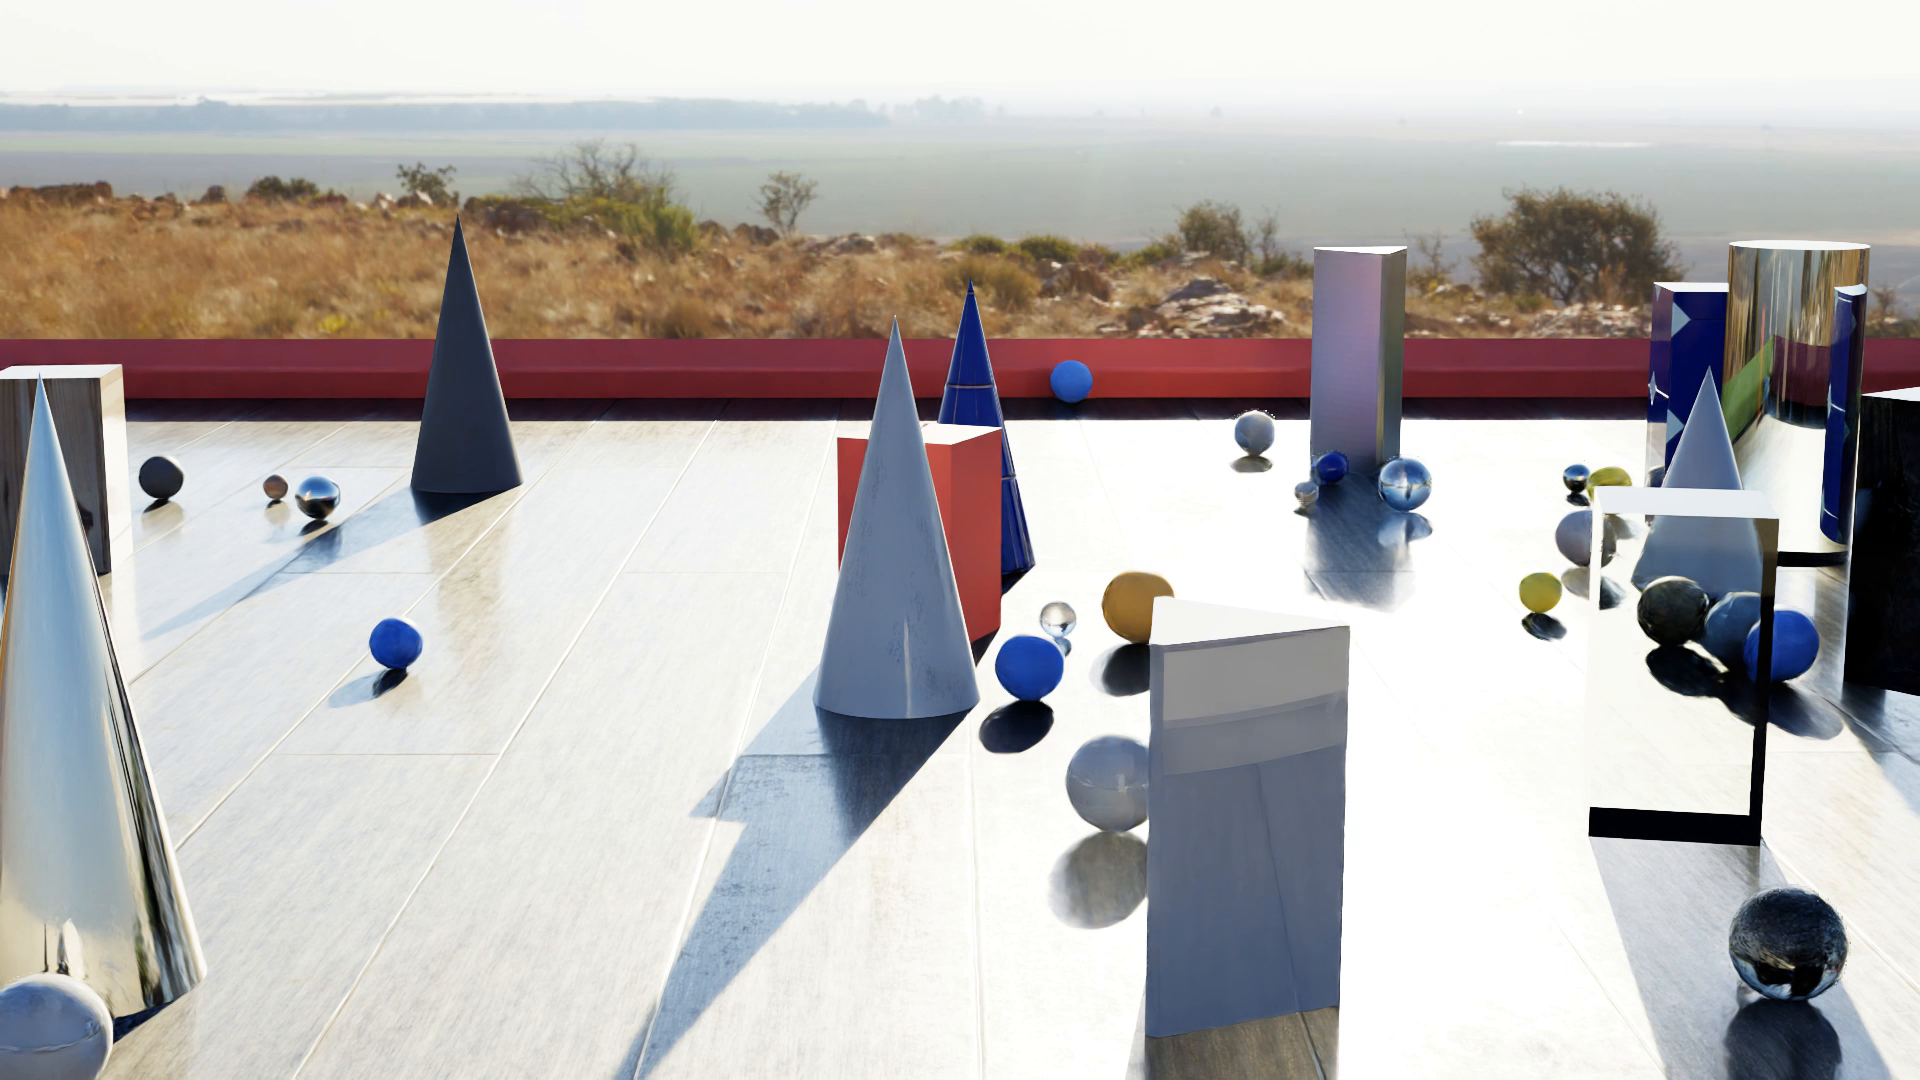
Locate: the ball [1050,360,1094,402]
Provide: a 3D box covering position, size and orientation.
[{"bbox_3d":[0.244,-0.347,5.604,0.093,0.093,0.093,0,10,0],"label":"ball"}]

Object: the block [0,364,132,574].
[{"bbox_3d":[-1.323,-0.106,3.778,0.159,0.285,0.159,-1,11,-7],"label":"block"}]

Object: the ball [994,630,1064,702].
[{"bbox_3d":[0.081,0.146,2.976,0.081,0.081,0.081,0,10,0],"label":"ball"}]

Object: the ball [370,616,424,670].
[{"bbox_3d":[-0.688,0.125,3.131,0.065,0.065,0.065,0,10,0],"label":"ball"}]

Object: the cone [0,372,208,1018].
[{"bbox_3d":[-0.710,0.112,2.023,0.198,0.494,0.198,0,10,0],"label":"cone"}]

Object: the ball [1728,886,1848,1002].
[{"bbox_3d":[0.652,0.318,2.020,0.090,0.090,0.090,0,10,0],"label":"ball"}]

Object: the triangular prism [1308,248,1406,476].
[{"bbox_3d":[0.755,-0.330,4.677,0.149,0.399,0.172,-8,13,-38],"label":"triangular prism"}]

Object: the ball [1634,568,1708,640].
[{"bbox_3d":[0.913,0.082,3.295,0.091,0.091,0.091,0,10,0],"label":"ball"}]

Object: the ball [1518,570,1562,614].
[{"bbox_3d":[0.781,0.069,3.451,0.059,0.059,0.059,0,10,0],"label":"ball"}]

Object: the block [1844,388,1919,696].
[{"bbox_3d":[1.170,0.001,3.032,0.159,0.345,0.159,-8,13,-37],"label":"block"}]

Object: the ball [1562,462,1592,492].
[{"bbox_3d":[1.064,-0.107,4.423,0.052,0.052,0.052,0,10,0],"label":"ball"}]

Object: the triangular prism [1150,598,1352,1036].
[{"bbox_3d":[0.191,0.208,2.023,0.172,0.305,0.149,-5,12,-25],"label":"triangular prism"}]

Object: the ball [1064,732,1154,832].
[{"bbox_3d":[0.149,0.232,2.465,0.097,0.097,0.097,0,10,0],"label":"ball"}]

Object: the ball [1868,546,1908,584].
[{"bbox_3d":[1.319,0.035,3.649,0.055,0.055,0.055,0,10,0],"label":"ball"}]

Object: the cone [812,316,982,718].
[{"bbox_3d":[-0.073,-0.036,2.954,0.198,0.447,0.198,0,10,0],"label":"cone"}]

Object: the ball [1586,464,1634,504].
[{"bbox_3d":[1.076,-0.087,4.249,0.076,0.076,0.076,0,10,0],"label":"ball"}]

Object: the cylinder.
[{"bbox_3d":[1.237,-0.206,3.824,0.198,0.465,0.198,0,10,0],"label":"cylinder"}]

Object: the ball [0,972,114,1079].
[{"bbox_3d":[-0.649,0.354,1.819,0.093,0.093,0.093,0,10,0],"label":"ball"}]

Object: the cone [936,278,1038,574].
[{"bbox_3d":[0.015,-0.174,3.767,0.198,0.423,0.198,0,10,0],"label":"cone"}]

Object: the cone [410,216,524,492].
[{"bbox_3d":[-0.869,-0.333,4.480,0.198,0.475,0.198,0,10,0],"label":"cone"}]

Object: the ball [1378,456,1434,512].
[{"bbox_3d":[0.735,-0.092,4.236,0.091,0.091,0.091,0,10,0],"label":"ball"}]

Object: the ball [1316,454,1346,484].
[{"bbox_3d":[0.655,-0.127,4.524,0.053,0.053,0.053,0,10,0],"label":"ball"}]

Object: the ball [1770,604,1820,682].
[{"bbox_3d":[0.978,0.124,3.067,0.092,0.092,0.092,0,10,0],"label":"ball"}]

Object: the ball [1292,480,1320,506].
[{"bbox_3d":[0.580,-0.080,4.300,0.043,0.043,0.043,0,10,0],"label":"ball"}]

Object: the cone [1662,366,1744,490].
[{"bbox_3d":[1.063,-0.097,3.667,0.198,0.307,0.198,0,10,0],"label":"cone"}]

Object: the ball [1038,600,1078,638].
[{"bbox_3d":[0.126,0.102,3.300,0.050,0.050,0.050,0,10,0],"label":"ball"}]

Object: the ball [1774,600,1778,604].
[{"bbox_3d":[0.963,0.103,3.159,0.099,0.099,0.099,0,10,0],"label":"ball"}]

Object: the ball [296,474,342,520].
[{"bbox_3d":[-1.041,-0.070,4.164,0.073,0.073,0.073,0,10,0],"label":"ball"}]

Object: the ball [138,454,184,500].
[{"bbox_3d":[-1.357,-0.107,4.359,0.076,0.076,0.076,0,10,0],"label":"ball"}]

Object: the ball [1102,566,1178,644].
[{"bbox_3d":[0.229,0.083,3.273,0.097,0.097,0.097,0,10,0],"label":"ball"}]

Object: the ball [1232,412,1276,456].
[{"bbox_3d":[0.557,-0.202,4.853,0.083,0.083,0.083,0,10,0],"label":"ball"}]

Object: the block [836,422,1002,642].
[{"bbox_3d":[-0.051,-0.008,3.304,0.159,0.264,0.159,5,11,24],"label":"block"}]

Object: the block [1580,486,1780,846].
[{"bbox_3d":[0.694,0.118,2.487,0.159,0.314,0.159,2,11,11],"label":"block"}]

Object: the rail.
[{"bbox_3d":[-0.013,-0.377,5.665,4.487,0.129,0.045,0,10,0],"label":"rail"}]

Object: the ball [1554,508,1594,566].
[{"bbox_3d":[0.919,-0.004,3.772,0.087,0.087,0.087,0,10,0],"label":"ball"}]

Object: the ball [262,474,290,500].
[{"bbox_3d":[-1.160,-0.090,4.352,0.044,0.044,0.044,0,10,0],"label":"ball"}]

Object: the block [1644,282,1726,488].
[{"bbox_3d":[1.188,-0.210,4.072,0.159,0.382,0.159,1,11,4],"label":"block"}]
